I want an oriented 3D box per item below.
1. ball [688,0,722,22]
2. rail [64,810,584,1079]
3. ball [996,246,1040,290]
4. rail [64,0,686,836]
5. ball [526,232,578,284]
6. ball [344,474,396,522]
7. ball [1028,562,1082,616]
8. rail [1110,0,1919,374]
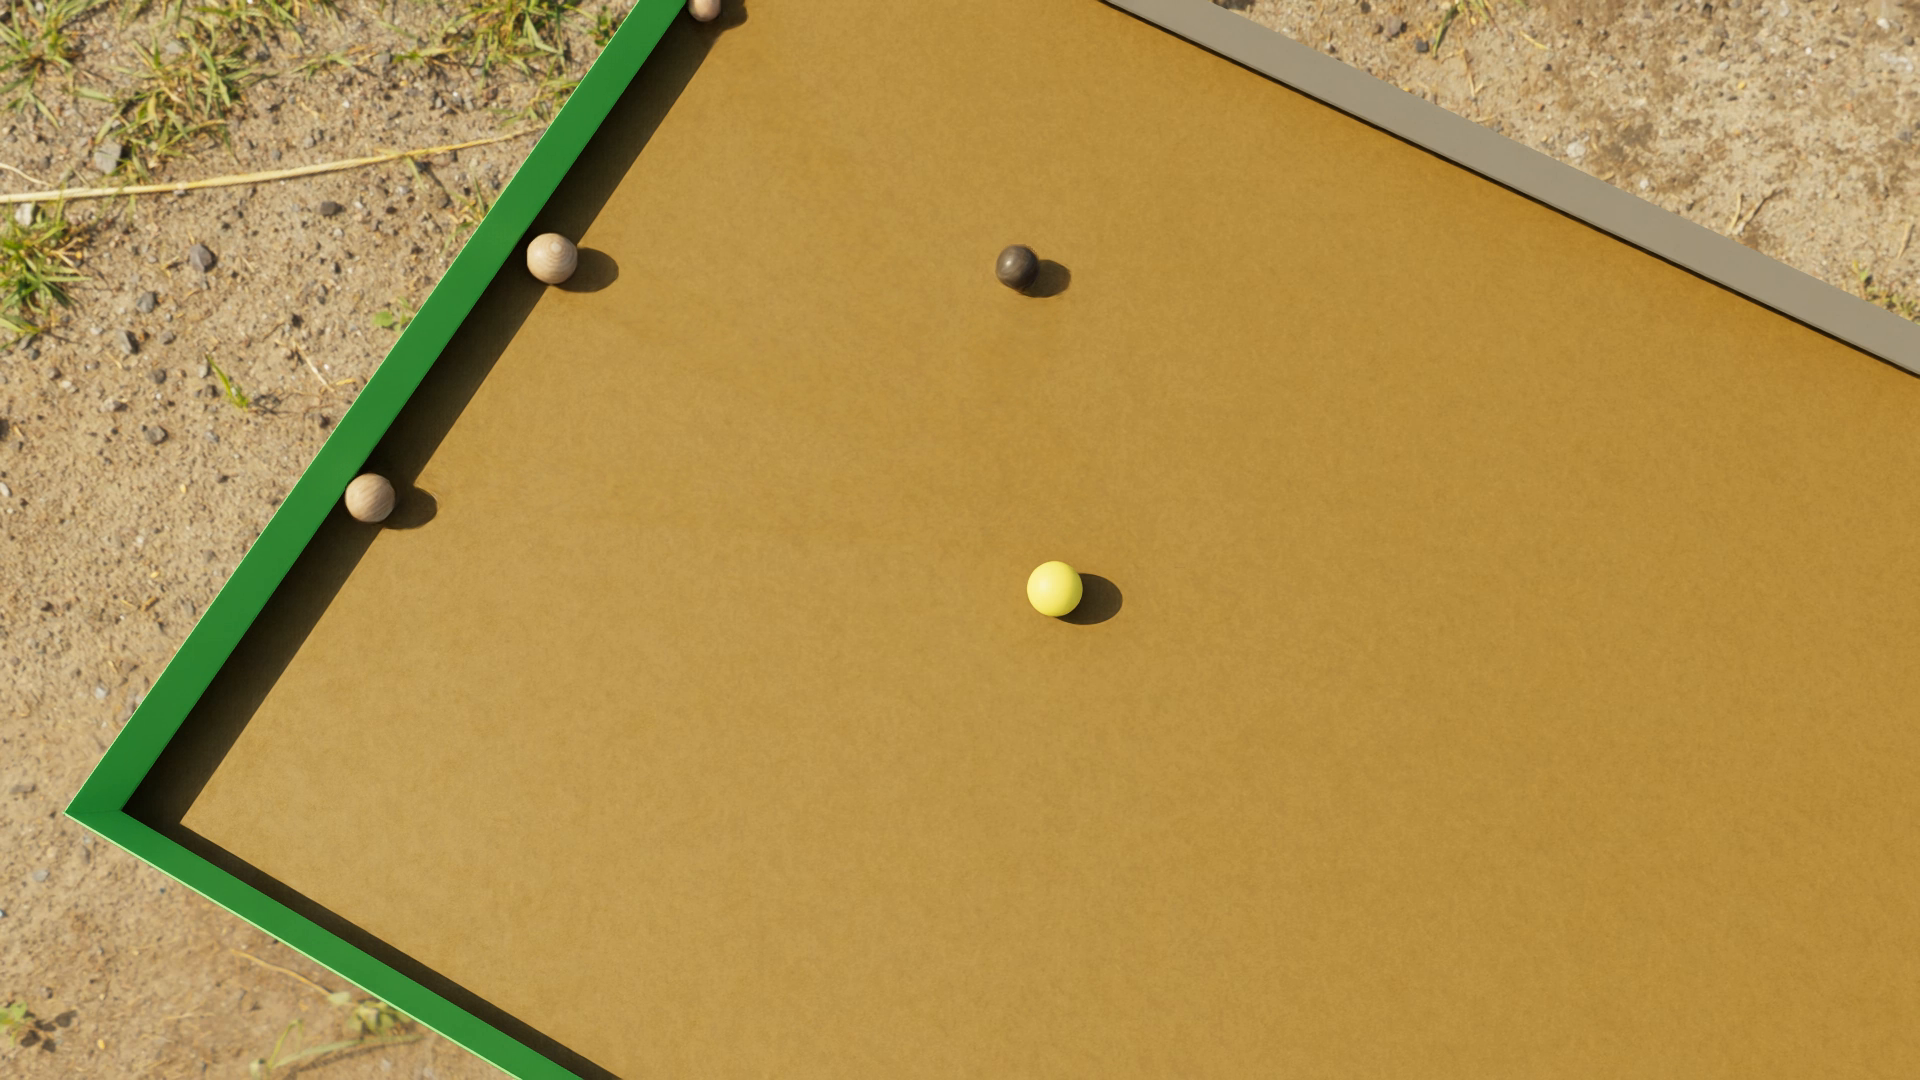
[{"bbox_3d":[-0.443,-0.929,3.815,0.060,0.060,0.060,0,69,0],"label":"ball"},{"bbox_3d":[0.333,1.242,2.964,3.736,0.112,0.045,27,72,10],"label":"rail"},{"bbox_3d":[0.094,-0.450,3.627,0.072,0.072,0.072,0,69,0],"label":"ball"},{"bbox_3d":[-0.798,-0.416,3.592,0.045,0.112,2.067,27,72,10],"label":"rail"},{"bbox_3d":[-0.673,-0.465,3.626,0.084,0.084,0.084,0,69,0],"label":"ball"},{"bbox_3d":[-0.933,-0.066,3.478,0.078,0.078,0.078,0,69,0],"label":"ball"},{"bbox_3d":[0.148,0.076,3.420,0.087,0.087,0.087,0,69,0],"label":"ball"},{"bbox_3d":[1.305,-0.414,3.591,3.736,0.112,0.045,27,72,10],"label":"rail"}]
